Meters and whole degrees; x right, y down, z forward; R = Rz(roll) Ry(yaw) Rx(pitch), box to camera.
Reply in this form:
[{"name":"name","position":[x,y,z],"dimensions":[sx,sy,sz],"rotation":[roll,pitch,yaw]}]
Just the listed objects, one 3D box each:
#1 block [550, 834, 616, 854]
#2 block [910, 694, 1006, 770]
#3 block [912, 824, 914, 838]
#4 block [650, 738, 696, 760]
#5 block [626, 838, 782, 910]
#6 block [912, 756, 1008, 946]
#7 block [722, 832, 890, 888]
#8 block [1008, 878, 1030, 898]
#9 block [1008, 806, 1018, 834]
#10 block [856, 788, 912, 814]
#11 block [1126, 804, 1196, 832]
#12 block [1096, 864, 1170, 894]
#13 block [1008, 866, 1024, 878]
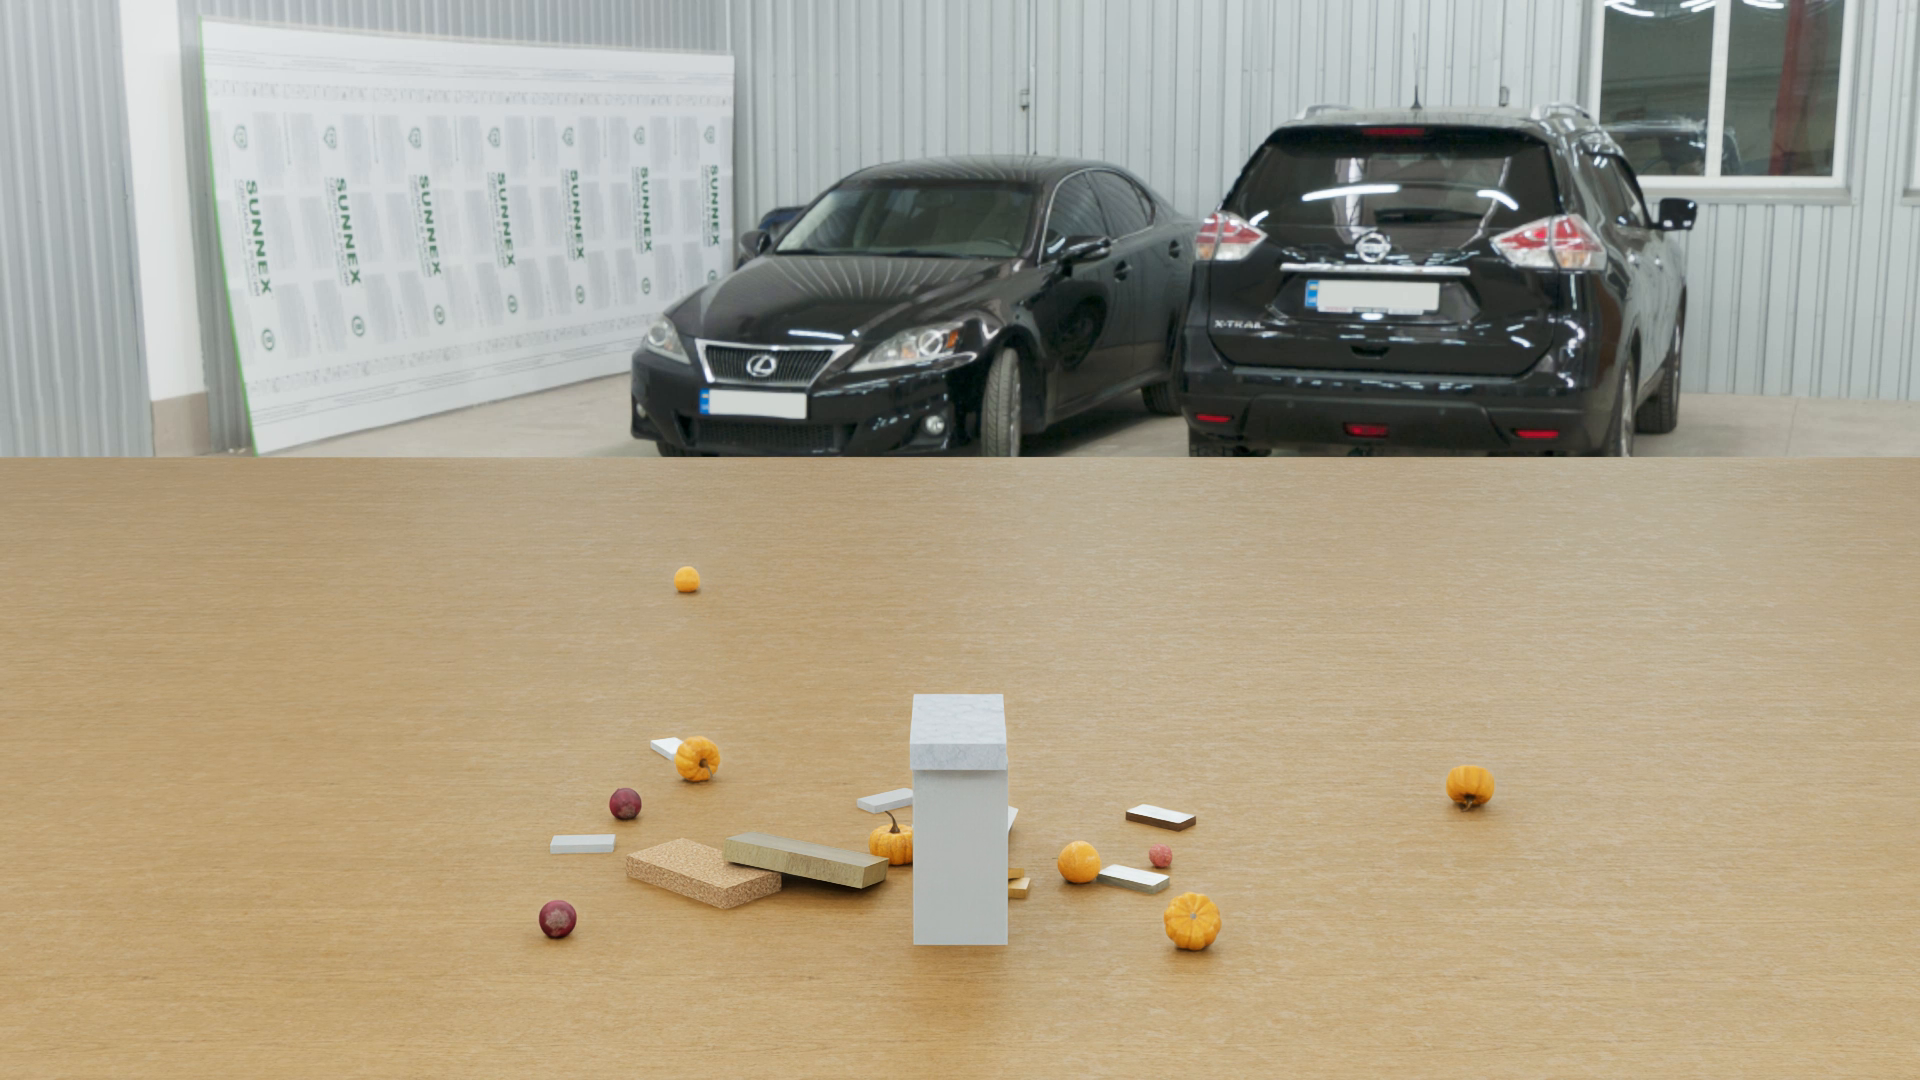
[{"name":"block","position":[-0.668,0.539,3.901],"dimensions":[0.109,0.015,0.054],"rotation":[-1,11,-3]},{"name":"block","position":[-0.003,0.302,3.490],"dimensions":[0.147,0.042,0.294],"rotation":[0,11,0]},{"name":"block","position":[-0.048,0.531,3.875],"dimensions":[0.058,0.016,0.116],"rotation":[-3,17,-10]},{"name":"block","position":[-0.587,0.428,4.501],"dimensions":[0.054,0.015,0.109],"rotation":[-6,12,-30]},{"name":"block","position":[-0.435,0.562,3.720],"dimensions":[0.252,0.036,0.126],"rotation":[9,14,41]},{"name":"block","position":[0.001,0.485,3.430],"dimensions":[0.147,0.294,0.042],"rotation":[0,10,0]},{"name":"block","position":[-0.260,0.539,3.715],"dimensions":[0.252,0.036,0.126],"rotation":[9,1,17]},{"name":"block","position":[0.059,0.580,3.681],"dimensions":[0.111,0.016,0.055],"rotation":[2,11,9]},{"name":"block","position":[0.022,0.510,3.901],"dimensions":[0.126,0.036,0.252],"rotation":[19,13,6]},{"name":"block","position":[-0.132,0.492,4.153],"dimensions":[0.115,0.015,0.054],"rotation":[-9,14,-39]},{"name":"block","position":[0.370,0.511,4.048],"dimensions":[0.116,0.016,0.058],"rotation":[8,13,37]},{"name":"block","position":[0.292,0.573,3.716],"dimensions":[0.111,0.016,0.055],"rotation":[7,13,35]},{"name":"block","position":[0.048,0.560,3.720],"dimensions":[0.111,0.016,0.055],"rotation":[-1,-5,37]}]
